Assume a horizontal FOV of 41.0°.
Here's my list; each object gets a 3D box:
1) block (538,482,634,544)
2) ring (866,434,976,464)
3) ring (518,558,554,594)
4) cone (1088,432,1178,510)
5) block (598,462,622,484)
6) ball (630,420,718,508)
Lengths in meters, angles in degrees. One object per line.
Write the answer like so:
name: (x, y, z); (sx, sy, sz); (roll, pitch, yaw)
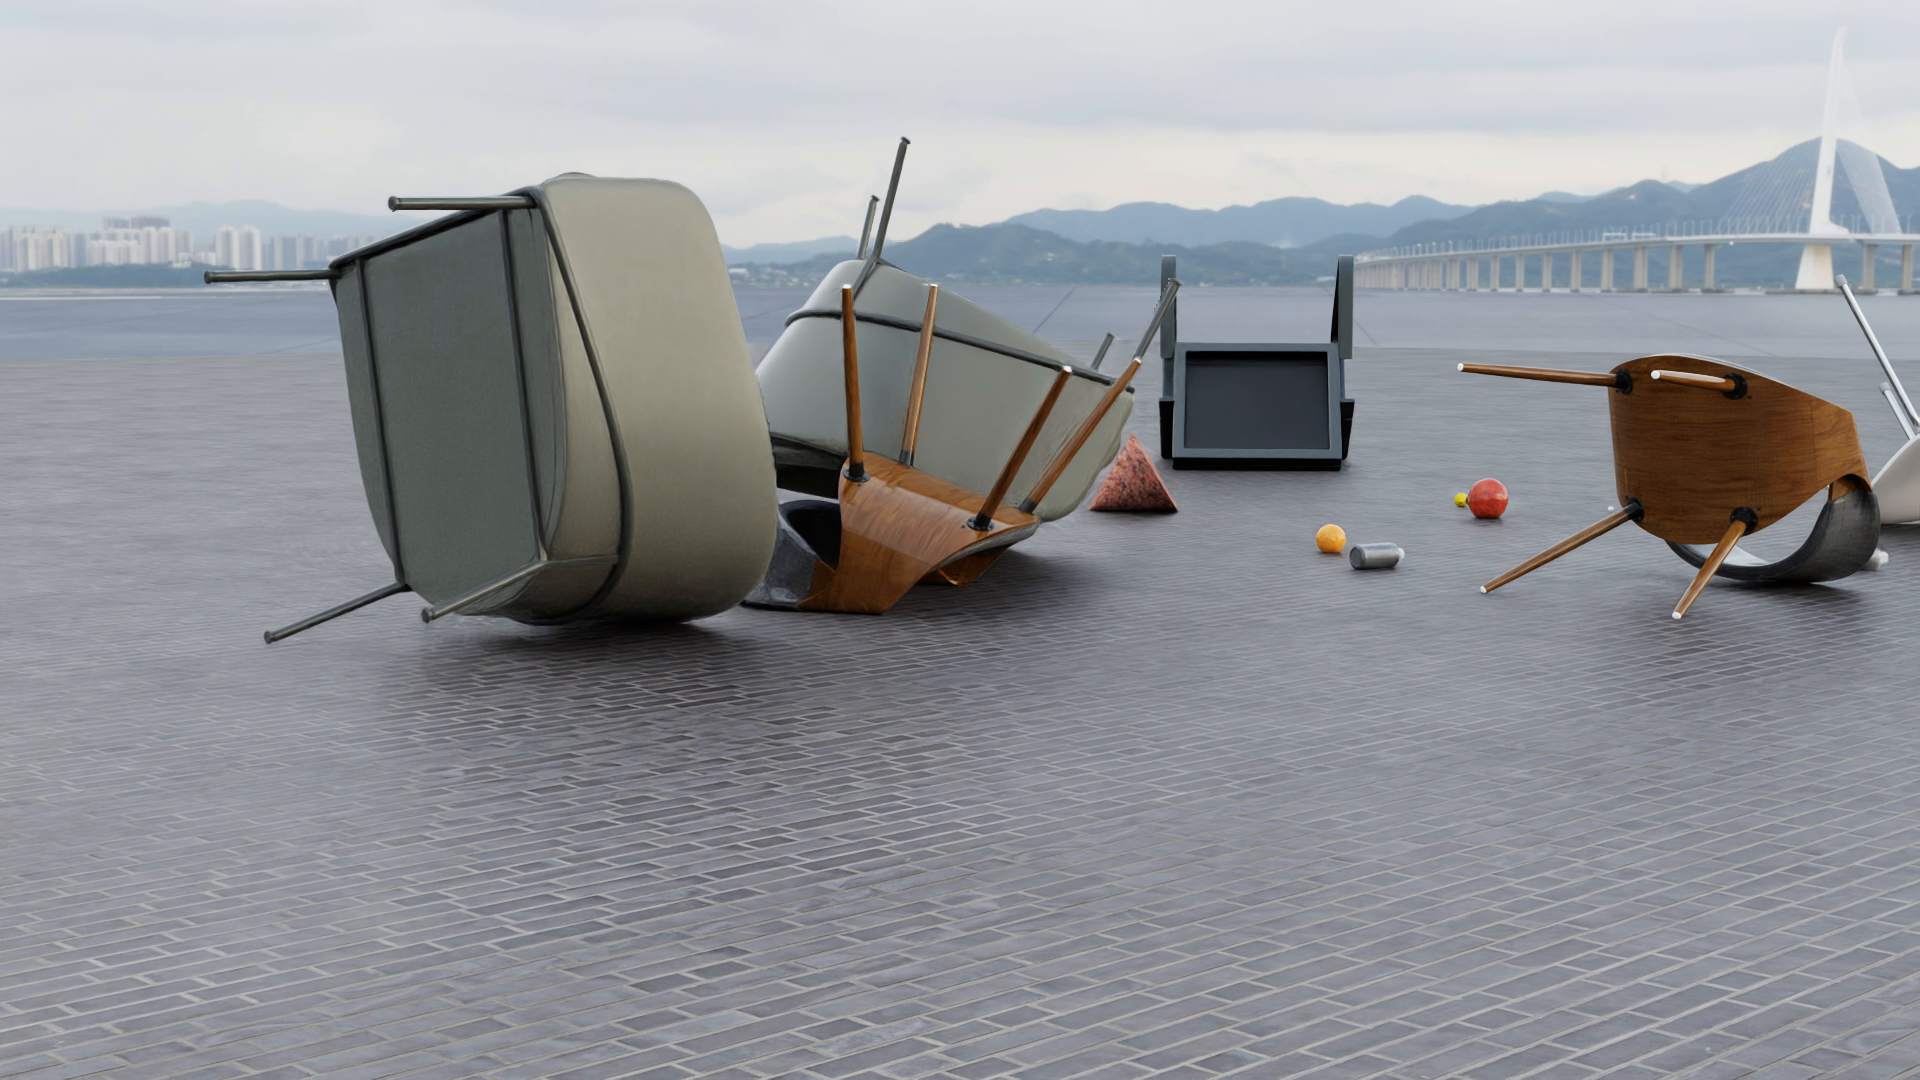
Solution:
block: (-0.938, -0.070, 6.428); (0.187, 0.136, 0.156); (-4, 7, -35)
ring: (-0.137, -0.320, 9.078); (0.403, 0.092, 0.203); (-3, 8, -19)
ring: (-0.879, 0.075, 5.322); (0.053, 0.079, 0.087); (-14, -9, 8)
cone: (0.452, -0.138, 7.205); (0.220, 0.256, 0.297); (-30, -5, 6)
block: (-1.096, -0.204, 8.030); (0.072, 0.074, 0.106); (-1, 6, -8)
ball: (-0.811, -0.215, 7.292); (0.248, 0.248, 0.248); (0, 6, 0)
